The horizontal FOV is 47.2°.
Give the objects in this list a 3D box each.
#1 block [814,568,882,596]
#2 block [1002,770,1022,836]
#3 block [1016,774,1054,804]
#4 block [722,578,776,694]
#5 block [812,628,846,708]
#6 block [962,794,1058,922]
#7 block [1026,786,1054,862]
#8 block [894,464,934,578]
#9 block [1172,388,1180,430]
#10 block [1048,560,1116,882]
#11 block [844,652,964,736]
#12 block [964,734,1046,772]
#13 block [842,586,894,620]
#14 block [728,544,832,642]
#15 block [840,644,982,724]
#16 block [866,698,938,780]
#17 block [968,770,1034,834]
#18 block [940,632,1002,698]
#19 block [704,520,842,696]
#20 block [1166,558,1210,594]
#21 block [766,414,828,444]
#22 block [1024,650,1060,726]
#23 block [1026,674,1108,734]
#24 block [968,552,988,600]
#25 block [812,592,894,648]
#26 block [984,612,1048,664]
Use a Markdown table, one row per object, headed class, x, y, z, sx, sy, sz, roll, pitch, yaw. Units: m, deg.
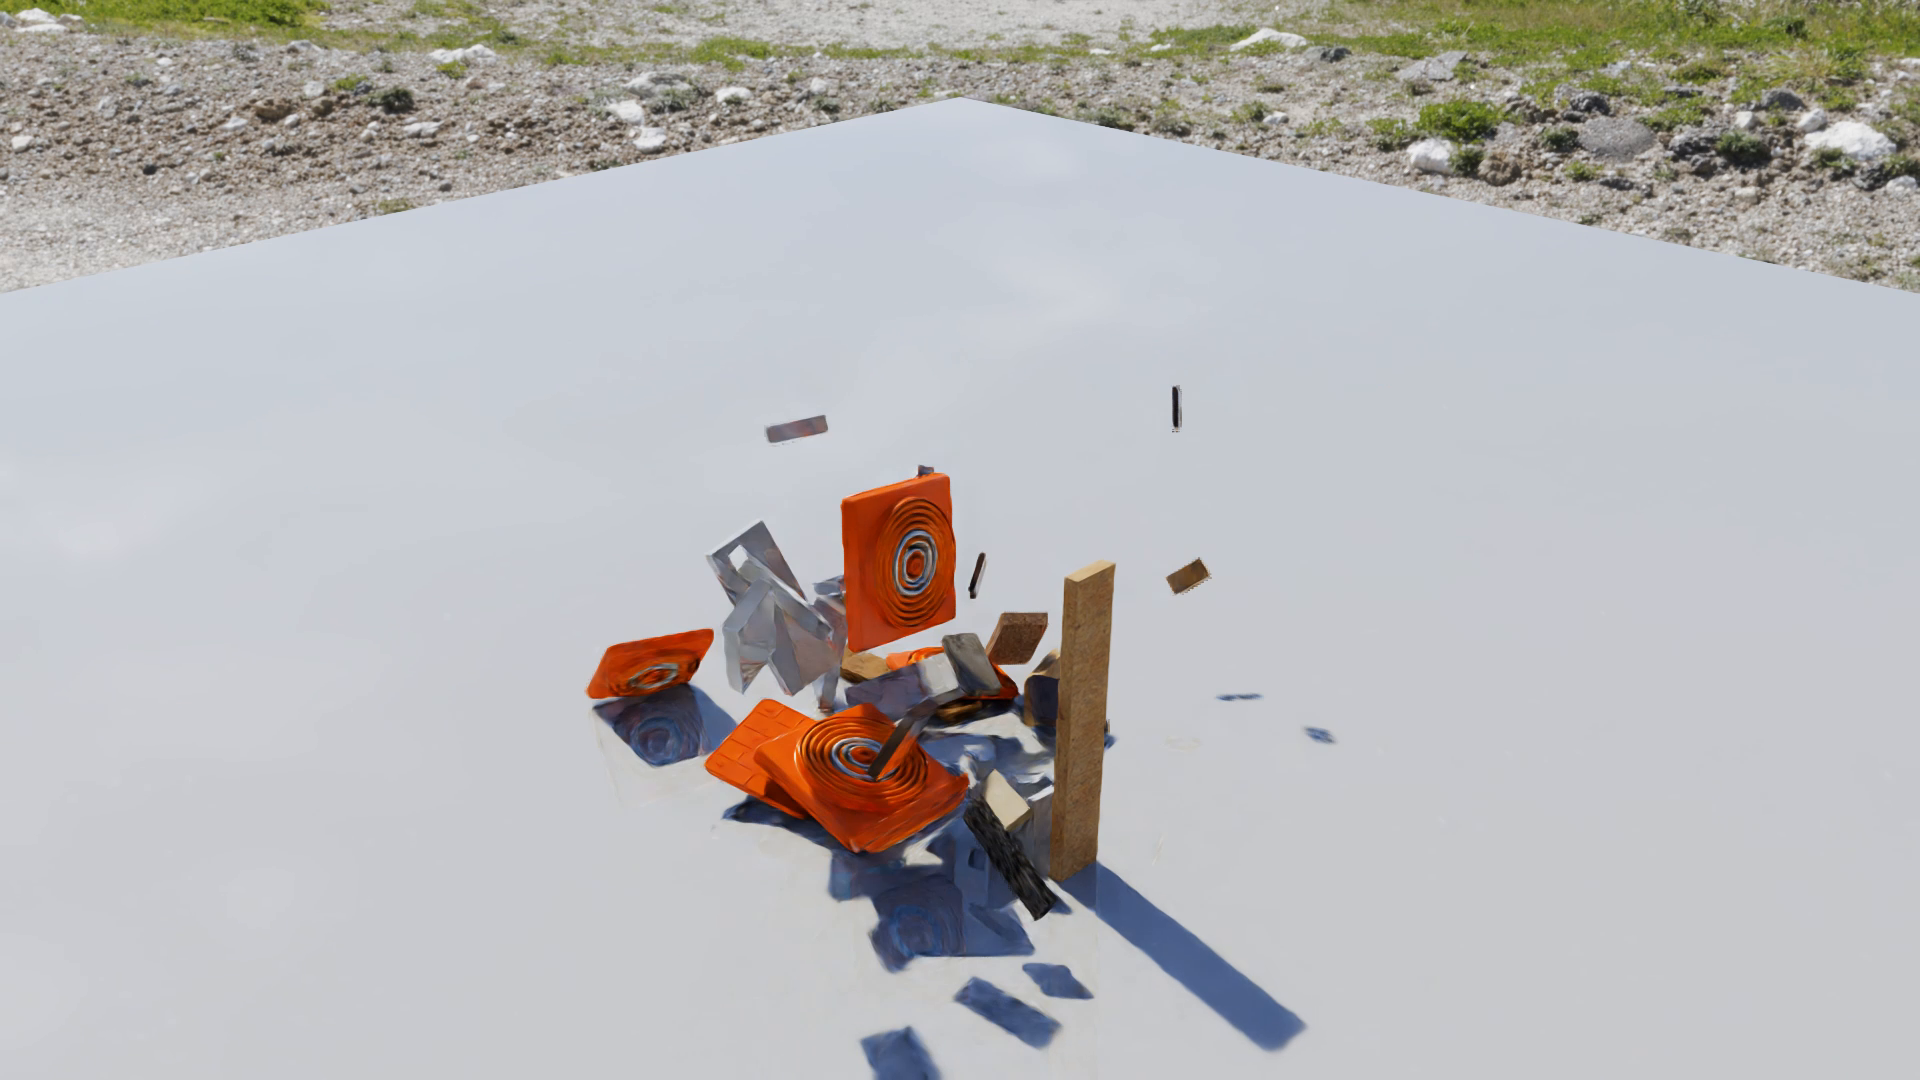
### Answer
| class | x | y | z | sx | sy | sz | roll | pitch | yaw |
| --- | --- | --- | --- | --- | --- | --- | --- | --- | --- |
| block | -0.242 | 0.090 | 4.708 | 0.097 | 0.027 | 0.193 | -16 | 2 | -19 |
| block | 0.087 | 0.528 | 4.326 | 0.019 | 0.137 | 0.068 | 24 | 44 | 38 |
| block | 0.145 | 0.505 | 4.384 | 0.023 | 0.081 | 0.161 | -50 | 17 | -26 |
| block | -0.369 | 0.170 | 3.864 | 0.031 | 0.221 | 0.111 | 27 | 60 | 14 |
| block | -0.289 | 0.247 | 4.853 | 0.032 | 0.229 | 0.114 | 1 | 37 | -17 |
| block | 0.088 | 0.575 | 3.976 | 0.023 | 0.081 | 0.235 | -29 | 72 | -26 |
| block | 0.161 | 0.553 | 4.281 | 0.068 | 0.137 | 0.019 | -21 | 31 | -41 |
| block | -0.101 | -0.040 | 4.728 | 0.032 | 0.229 | 0.114 | 12 | -8 | -7 |
| block | 0.490 | -0.297 | 4.986 | 0.013 | 0.091 | 0.045 | -4 | -9 | 11 |
| block | 0.228 | 0.345 | 4.132 | 0.031 | 0.635 | 0.111 | 21 | 30 | 36 |
| block | -0.106 | 0.325 | 4.768 | 0.280 | 0.032 | 0.114 | -21 | 44 | 2 |
| block | 0.094 | 0.451 | 4.670 | 0.157 | 0.022 | 0.078 | -8 | 24 | -18 |
| block | -0.195 | 0.130 | 4.701 | 0.097 | 0.027 | 0.193 | 20 | 4 | 0 |
| block | -0.347 | 0.102 | 4.249 | 0.031 | 0.221 | 0.111 | -48 | 20 | 1 |
| block | -0.238 | 0.288 | 5.046 | 0.685 | 0.027 | 0.097 | 19 | 30 | 38 |
| block | -0.103 | 0.359 | 3.966 | 0.023 | 0.161 | 0.081 | 41 | 32 | 14 |
| block | 0.078 | 0.504 | 4.223 | 0.068 | 0.019 | 0.137 | -37 | 41 | -8 |
| block | 0.023 | 0.267 | 4.721 | 0.078 | 0.022 | 0.157 | -5 | 49 | -26 |
| block | -0.376 | 0.137 | 4.439 | 0.131 | 0.339 | 0.037 | -36 | 18 | -23 |
| block | 0.518 | 0.084 | 5.012 | 0.091 | 0.045 | 0.013 | -29 | -9 | -14 |
| block | -0.357 | -0.242 | 4.847 | 0.131 | 0.037 | 0.262 | -12 | 3 | -3 |
| block | 0.185 | 0.322 | 4.801 | 0.029 | 0.101 | 0.202 | 4 | 19 | 20 |
| block | 0.231 | 0.354 | 4.706 | 0.202 | 0.101 | 0.029 | 16 | -36 | -41 |
| block | 0.039 | 0.076 | 4.686 | 0.013 | 0.045 | 0.091 | 11 | 60 | 12 |
| block | -0.229 | 0.168 | 4.651 | 0.131 | 0.037 | 0.262 | 34 | 5 | 7 |
| block | 0.123 | 0.219 | 4.879 | 0.101 | 0.202 | 0.029 | 1 | 61 | -13 |
